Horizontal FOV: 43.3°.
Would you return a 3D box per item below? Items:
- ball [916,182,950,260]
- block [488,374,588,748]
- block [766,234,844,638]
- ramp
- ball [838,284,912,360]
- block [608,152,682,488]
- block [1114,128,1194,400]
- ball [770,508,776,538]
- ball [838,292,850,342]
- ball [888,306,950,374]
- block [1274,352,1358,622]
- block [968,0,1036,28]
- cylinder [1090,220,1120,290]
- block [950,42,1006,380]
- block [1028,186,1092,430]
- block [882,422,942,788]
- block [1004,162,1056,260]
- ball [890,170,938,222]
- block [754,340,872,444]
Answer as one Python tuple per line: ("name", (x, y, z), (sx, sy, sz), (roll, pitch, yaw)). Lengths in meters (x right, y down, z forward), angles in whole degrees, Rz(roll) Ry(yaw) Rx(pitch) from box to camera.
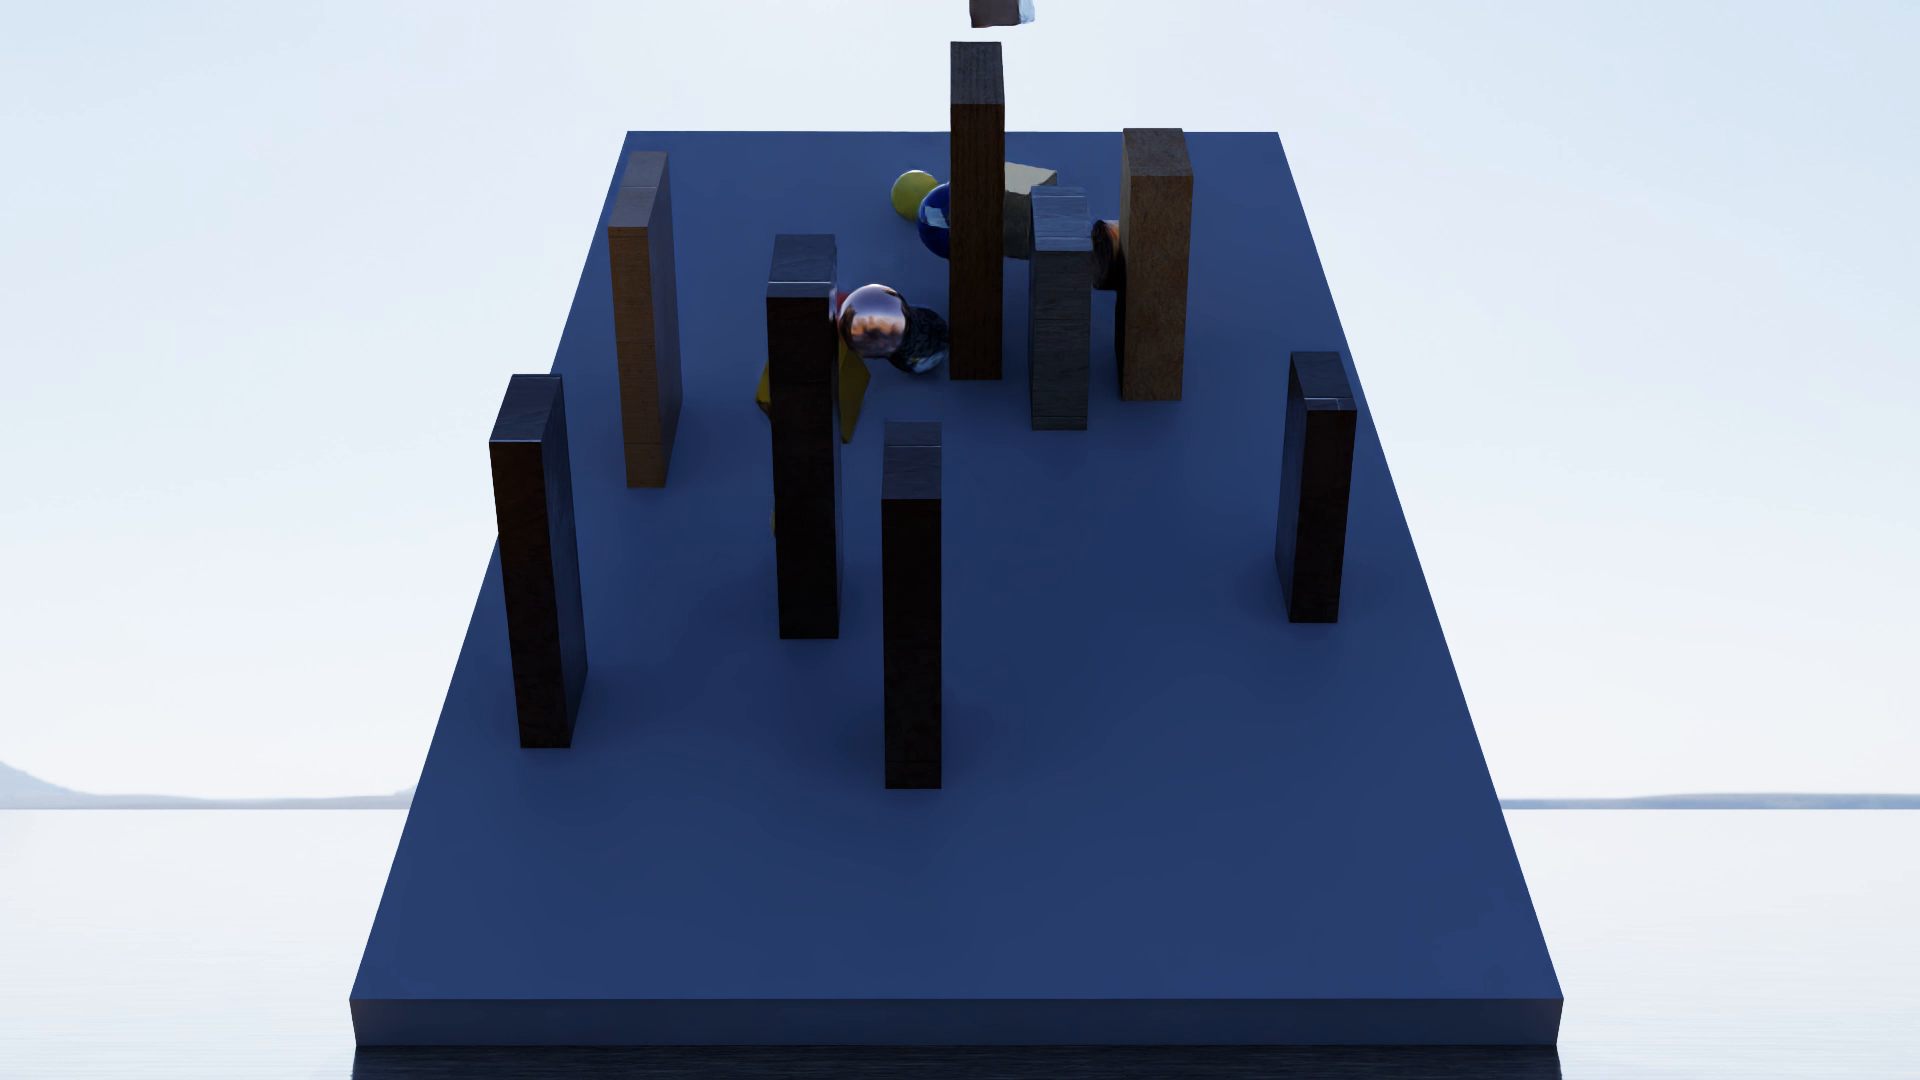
("ball", (-0.014, -0.834, 6.331), (0.201, 0.201, 0.201), (0, -6, 0))
("block", (-0.787, 0.043, 4.544), (0.092, 0.657, 0.271), (0, 30, 0))
("block", (-0.307, -0.203, 4.867), (0.119, 0.761, 0.300), (0, 30, 0))
("ramp", (-0.013, -0.208, 5.733), (2.000, 0.100, 4.000), (0, 30, 0))
("ball", (-0.192, -0.493, 5.468), (0.168, 0.168, 0.168), (0, -6, 0))
("block", (-0.711, -0.505, 5.508), (0.084, 0.635, 0.444), (0, 30, 0))
("block", (0.464, -0.666, 5.848), (0.143, 0.579, 0.311), (0, 30, 0))
("ball", (-0.350, -0.040, 5.204), (0.117, 0.117, 0.117), (0, -6, 0))
("ball", (-0.294, -0.533, 6.022), (0.169, 0.169, 0.169), (0, -6, 0))
("ball", (-0.109, -0.493, 5.956), (0.168, 0.168, 0.168), (0, -6, 0))
("block", (0.729, -0.108, 4.979), (0.098, 0.492, 0.264), (0, 30, 0))
("block", (0.116, -1.521, 6.800), (0.146, 0.146, 0.146), (0, 15, 18))
("cylinder", (0.435, -0.719, 6.122), (0.177, 0.177, 0.177), (0, -6, -15))
("block", (0.039, -0.814, 5.968), (0.127, 0.711, 0.447), (0, 30, 0))
("block", (0.236, -0.557, 5.779), (0.129, 0.460, 0.394), (0, 30, 0))
("block", (-0.086, 0.123, 4.453), (0.103, 0.616, 0.288), (0, 30, 0))
("block", (0.137, -0.908, 6.646), (0.192, 0.192, 0.192), (14, 33, 22))
("ball", (-0.124, -0.967, 6.797), (0.141, 0.141, 0.141), (0, -6, 0))
("block", (-0.341, -0.356, 5.632), (0.181, 0.181, 0.181), (12, -17, 19))
